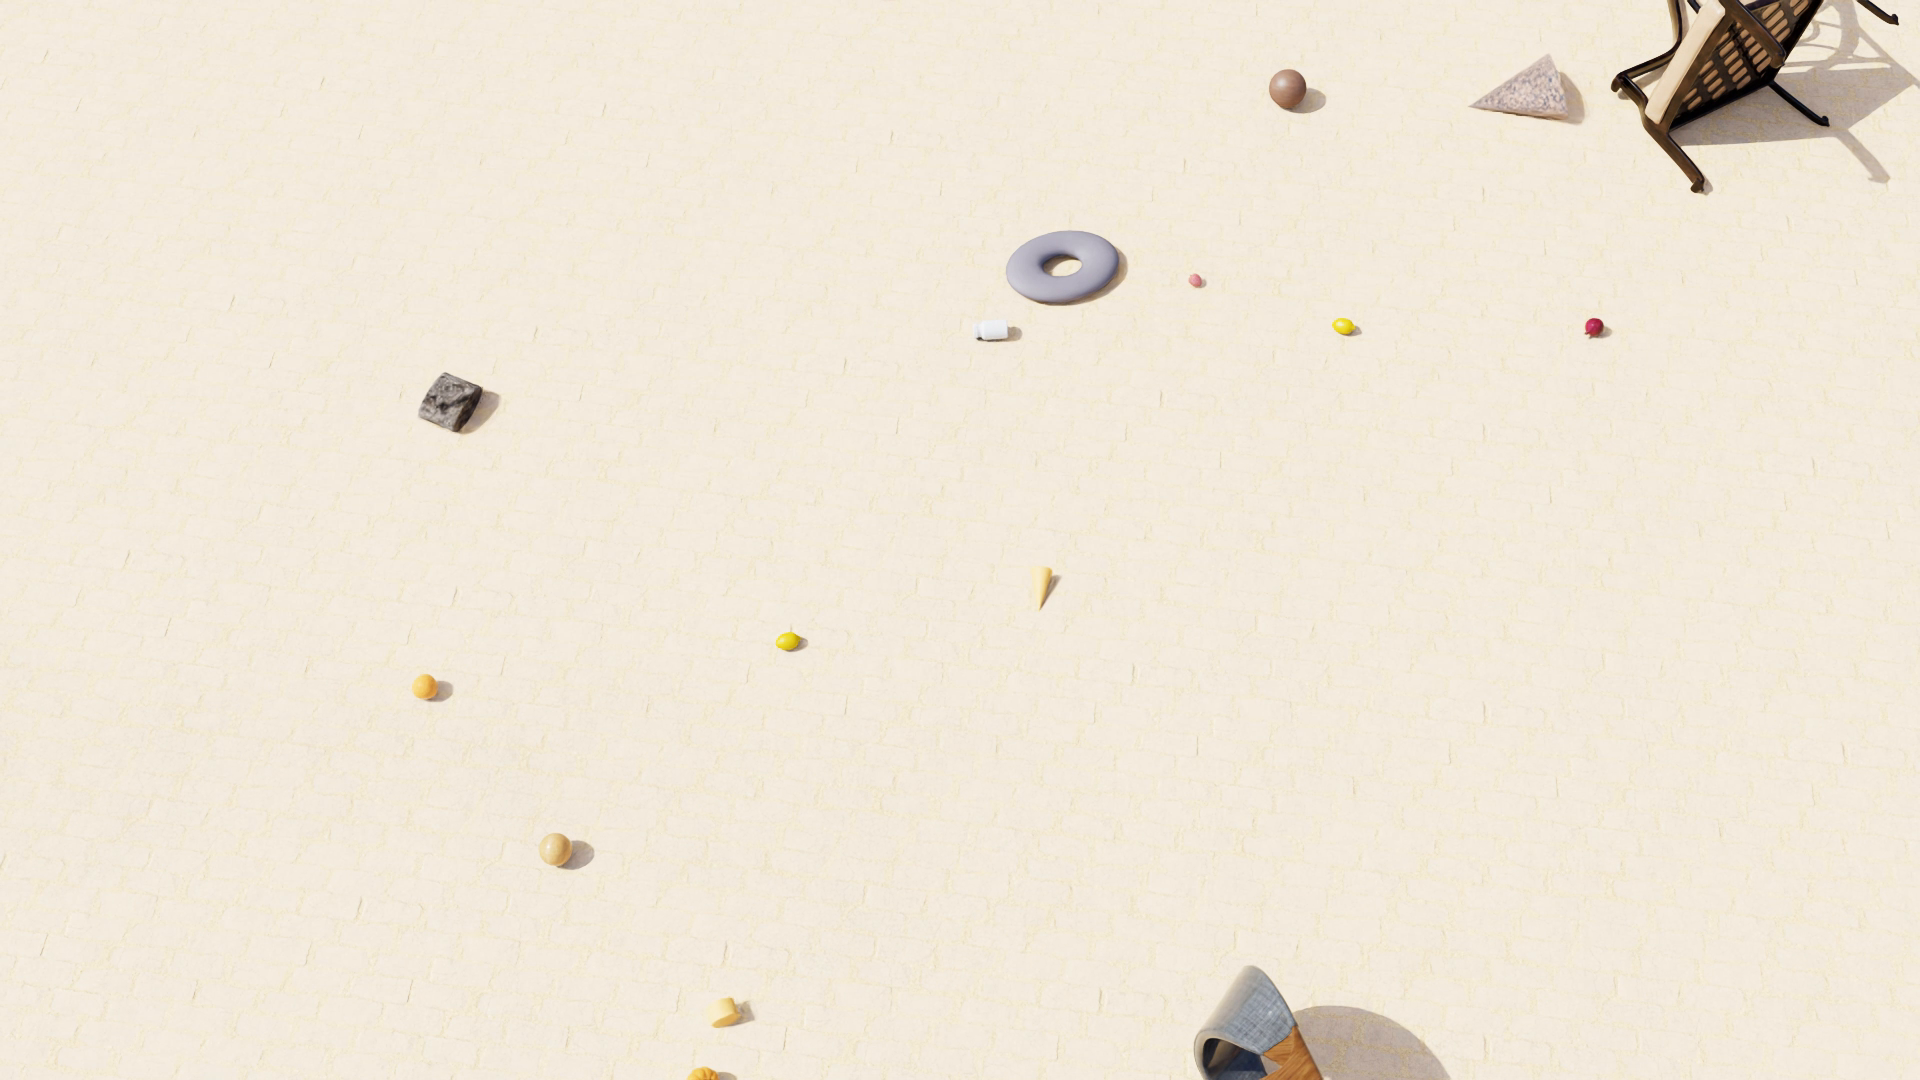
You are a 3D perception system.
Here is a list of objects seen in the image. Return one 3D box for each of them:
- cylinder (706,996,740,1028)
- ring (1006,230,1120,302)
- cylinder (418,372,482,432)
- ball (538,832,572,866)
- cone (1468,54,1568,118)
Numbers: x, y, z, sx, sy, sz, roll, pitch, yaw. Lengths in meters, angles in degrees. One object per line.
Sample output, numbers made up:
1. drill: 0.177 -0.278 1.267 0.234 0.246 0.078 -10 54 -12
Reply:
1. cylinder: -0.615 1.227 5.715 0.074 0.060 0.050 -20 58 -8
2. ring: 0.333 -0.889 7.134 0.379 0.062 0.283 -15 58 -9
3. cylinder: -1.579 -0.428 6.814 0.130 0.076 0.170 23 68 13
4. ball: -1.096 0.838 5.958 0.090 0.090 0.090 0 56 0
5. cone: 1.898 -1.525 7.558 0.311 0.130 0.264 -12 65 6
